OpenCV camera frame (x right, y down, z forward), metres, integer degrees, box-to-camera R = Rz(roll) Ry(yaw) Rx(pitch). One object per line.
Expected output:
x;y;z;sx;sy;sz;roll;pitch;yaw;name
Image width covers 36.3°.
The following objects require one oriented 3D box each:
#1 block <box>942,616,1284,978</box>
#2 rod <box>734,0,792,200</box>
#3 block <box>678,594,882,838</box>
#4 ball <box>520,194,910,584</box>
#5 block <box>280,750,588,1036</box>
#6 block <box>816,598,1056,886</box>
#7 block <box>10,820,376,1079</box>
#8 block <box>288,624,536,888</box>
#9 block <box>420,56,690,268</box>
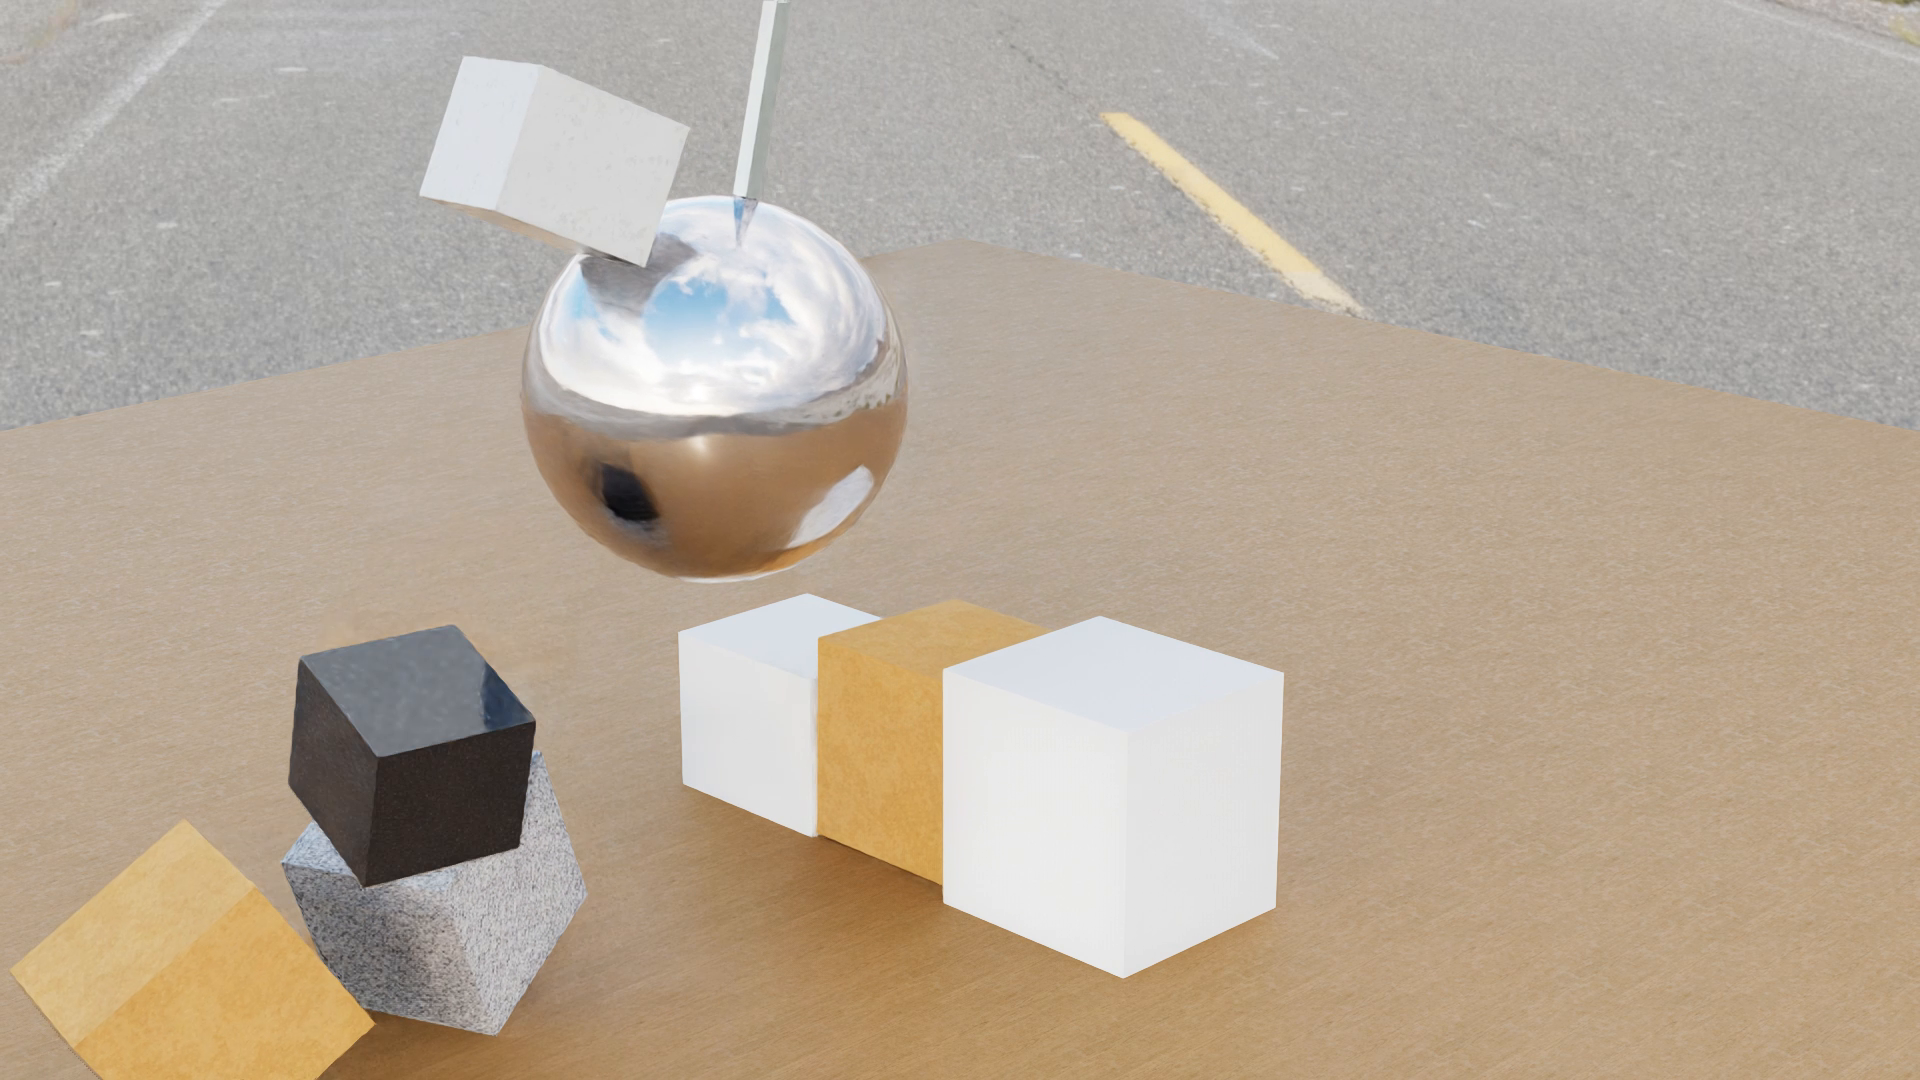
0.669;1.104;12.971;1.017;1.115;1.085;-17;24;-42;block
-0.436;-3.943;11.645;0.080;5.200;0.080;17;10;42;rod
-0.737;0.838;14.352;0.844;0.795;0.950;-17;24;-42;block
-1.007;-0.621;12.091;1.600;1.600;1.600;0;17;0;ball
-2.149;1.397;12.094;0.761;0.830;0.822;7;41;22;block
-0.017;0.934;13.716;0.900;0.972;0.944;-15;23;-43;block
-2.882;1.717;11.018;0.839;0.791;0.755;-43;34;-17;block
-2.145;0.831;11.445;0.665;0.622;0.691;-12;39;-35;block
-1.574;-1.469;11.378;0.704;0.571;0.595;18;-1;-40;block
